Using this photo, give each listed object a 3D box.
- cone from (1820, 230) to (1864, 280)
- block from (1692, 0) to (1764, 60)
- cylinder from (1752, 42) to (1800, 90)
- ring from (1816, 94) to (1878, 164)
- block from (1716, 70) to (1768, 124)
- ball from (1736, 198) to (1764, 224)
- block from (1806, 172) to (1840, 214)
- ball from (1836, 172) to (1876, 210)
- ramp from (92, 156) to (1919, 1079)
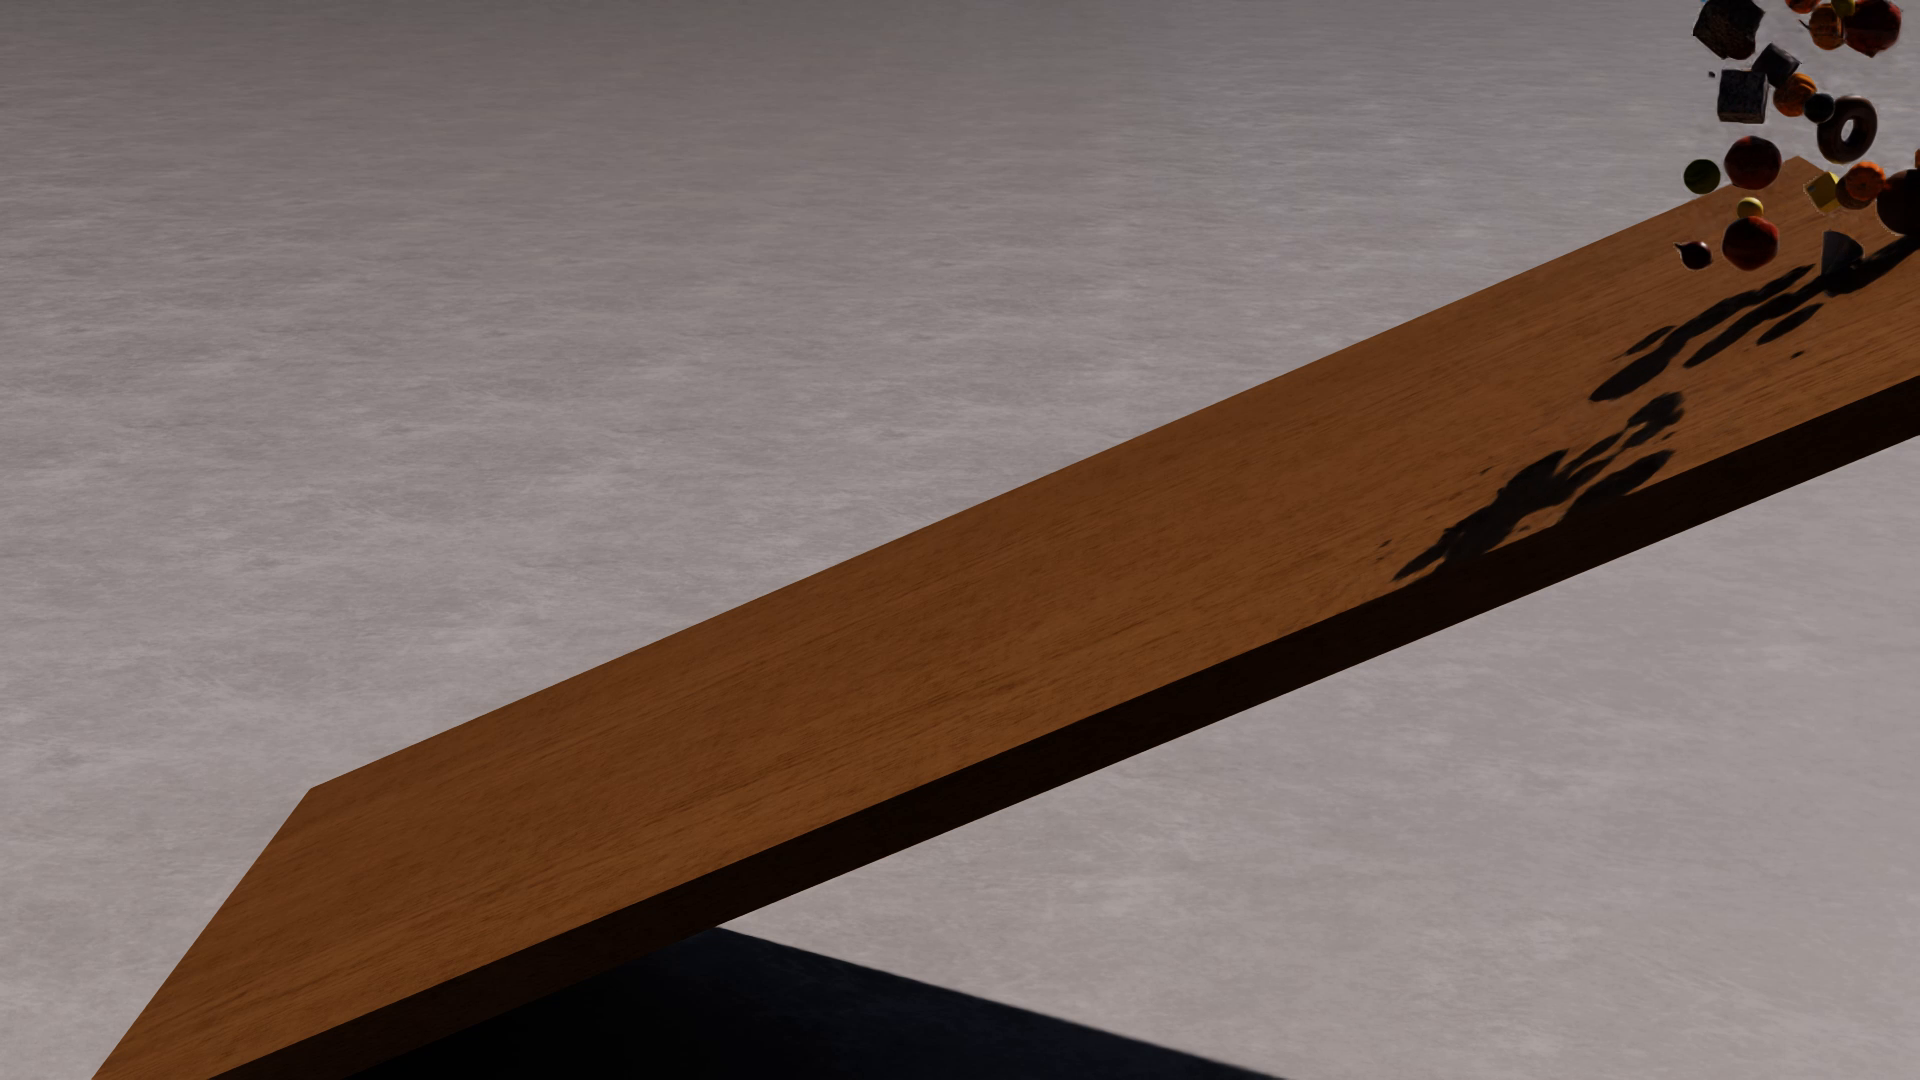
[{"bbox_3d":[1.743,-0.555,5.878,0.089,0.089,0.089,33,-10,7],"label":"cone"},{"bbox_3d":[1.472,-0.991,5.634,0.082,0.082,0.082,36,-29,-14],"label":"block"},{"bbox_3d":[1.599,-0.930,5.766,0.066,0.066,0.066,40,28,13],"label":"cylinder"},{"bbox_3d":[1.807,-0.836,5.990,0.144,0.144,0.048,-8,23,-26],"label":"ring"},{"bbox_3d":[1.518,-0.859,5.703,0.083,0.083,0.083,6,-4,20],"label":"block"},{"bbox_3d":[1.633,-0.681,6.082,0.055,0.055,0.055,0,15,0],"label":"ball"},{"bbox_3d":[1.788,-0.716,6.058,0.056,0.056,0.056,-35,-23,28],"label":"block"},{"bbox_3d":[1.802,-0.703,5.917,0.079,0.079,0.079,0,15,0],"label":"ball"},{"bbox_3d":[0.132,0.170,6.284,4.000,0.100,2.000,-23,13,8],"label":"ramp"}]
